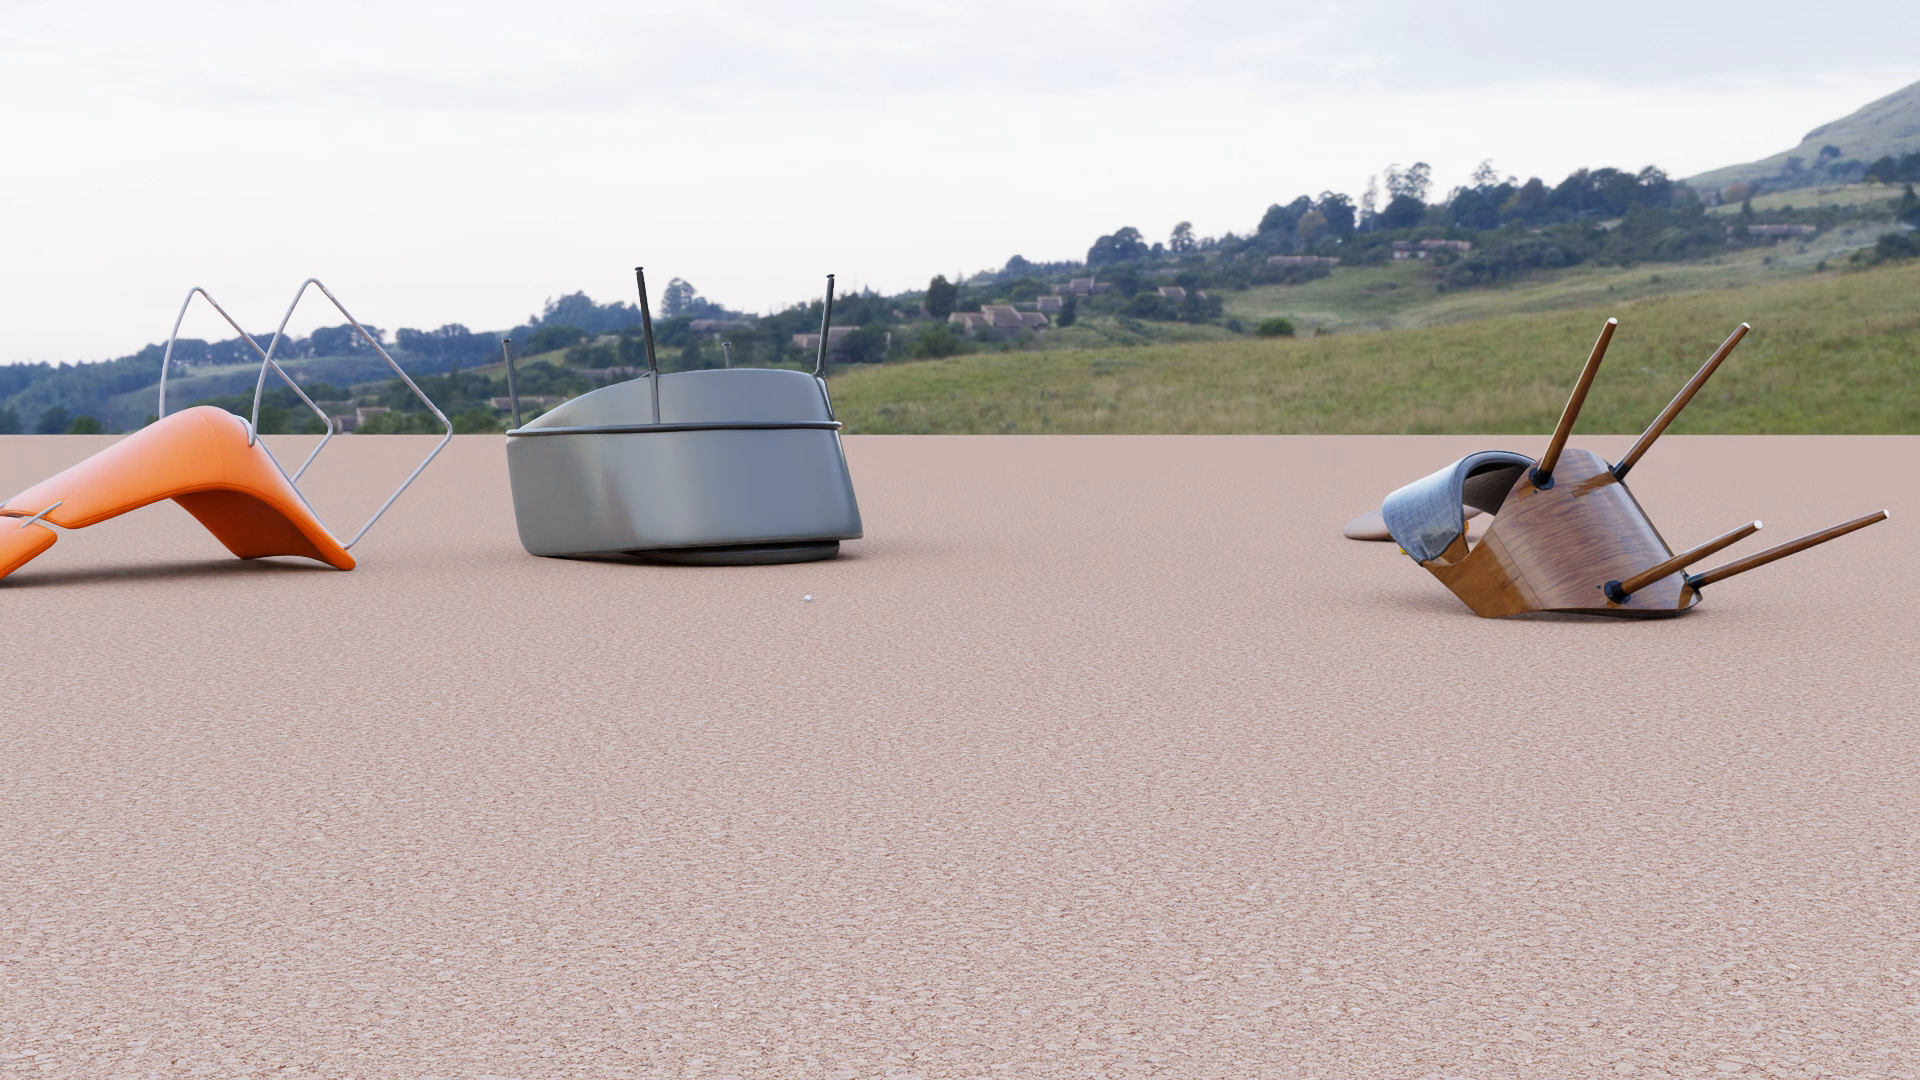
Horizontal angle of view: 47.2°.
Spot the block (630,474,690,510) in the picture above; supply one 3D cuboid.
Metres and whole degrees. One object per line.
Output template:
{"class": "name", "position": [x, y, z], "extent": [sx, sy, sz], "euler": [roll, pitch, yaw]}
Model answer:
{"class": "block", "position": [-1.125, -0.180, 8.260], "extent": [0.218, 0.124, 0.114], "euler": [-1, 4, -10]}

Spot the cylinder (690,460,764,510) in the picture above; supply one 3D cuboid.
{"class": "cylinder", "position": [-0.876, -0.208, 8.266], "extent": [0.179, 0.177, 0.226], "euler": [-4, -9, -43]}

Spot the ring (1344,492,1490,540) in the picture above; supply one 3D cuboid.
{"class": "ring", "position": [1.369, -0.070, 6.597], "extent": [0.436, 0.066, 0.466], "euler": [-15, 5, -17]}
